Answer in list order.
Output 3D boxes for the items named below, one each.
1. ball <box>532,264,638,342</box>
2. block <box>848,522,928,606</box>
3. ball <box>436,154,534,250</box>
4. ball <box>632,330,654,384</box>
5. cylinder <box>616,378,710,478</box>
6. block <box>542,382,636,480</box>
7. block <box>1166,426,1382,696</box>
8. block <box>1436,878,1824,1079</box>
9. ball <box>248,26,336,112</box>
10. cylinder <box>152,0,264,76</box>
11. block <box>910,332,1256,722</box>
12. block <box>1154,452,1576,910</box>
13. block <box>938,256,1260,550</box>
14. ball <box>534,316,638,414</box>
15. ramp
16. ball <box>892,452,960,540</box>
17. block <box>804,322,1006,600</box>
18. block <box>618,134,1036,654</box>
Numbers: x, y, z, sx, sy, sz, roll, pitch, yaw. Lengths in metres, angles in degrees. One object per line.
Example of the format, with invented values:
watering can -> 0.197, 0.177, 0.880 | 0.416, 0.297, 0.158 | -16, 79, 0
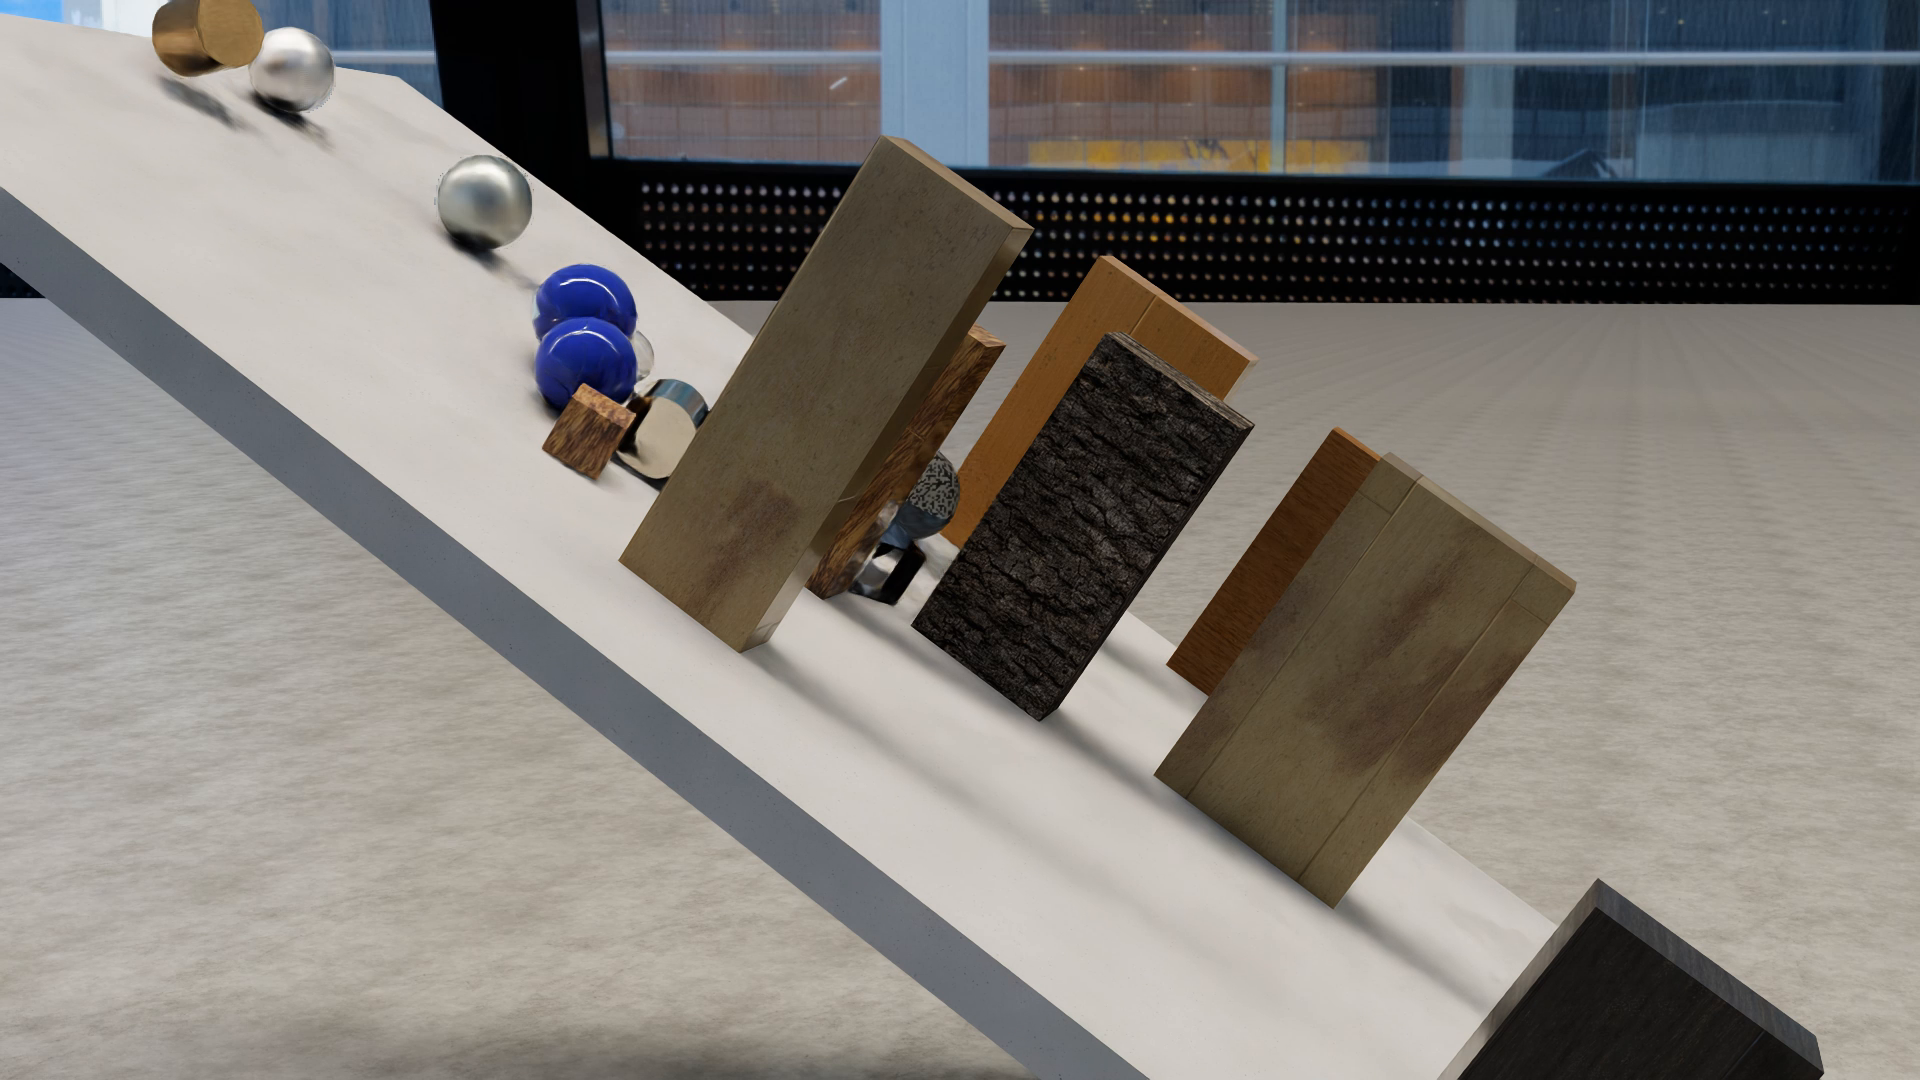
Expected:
ball -> -0.699, -0.417, 4.093 | 0.195, 0.195, 0.195 | 0, 7, 0
block -> -0.158, 0.032, 4.069 | 0.114, 0.114, 0.114 | 19, 21, -42
ball -> -0.968, -0.688, 4.483 | 0.192, 0.192, 0.192 | 0, 7, 0
ball -> -0.648, -0.354, 4.256 | 0.113, 0.113, 0.113 | 0, 7, 0
cylinder -> -0.535, -0.202, 3.953 | 0.149, 0.149, 0.149 | 0, 16, 3
block -> -0.637, -0.187, 3.777 | 0.107, 0.107, 0.107 | 31, 15, -9
block -> 0.739, 0.096, 4.723 | 0.280, 0.629, 0.084 | 36, 15, 10
block -> 0.845, 0.789, 2.983 | 0.347, 0.540, 0.145 | 36, 15, 10
ball -> -1.380, -0.971, 4.539 | 0.173, 0.173, 0.173 | 0, 7, 0
cylinder -> -1.467, -0.988, 4.289 | 0.150, 0.150, 0.150 | 0, 6, 38
block -> 0.220, -0.025, 3.995 | 0.296, 0.649, 0.139 | 36, 15, 10
block -> 0.737, 0.257, 4.036 | 0.409, 0.728, 0.141 | 36, 15, 10
block -> 0.271, -0.205, 4.602 | 0.377, 0.676, 0.119 | 36, 15, 10
ball -> -0.670, -0.308, 3.935 | 0.184, 0.184, 0.184 | 0, 7, 0
ramp -> -0.110, 0.190, 4.091 | 4.000, 0.100, 2.000 | 36, 15, 10
ball -> -0.099, -0.098, 4.429 | 0.198, 0.198, 0.198 | 0, 7, 0
block -> -0.216, -0.218, 3.903 | 0.342, 0.542, 0.122 | 36, 15, 10
block -> -0.215, -0.221, 3.428 | 0.249, 0.797, 0.121 | 36, 15, 10
